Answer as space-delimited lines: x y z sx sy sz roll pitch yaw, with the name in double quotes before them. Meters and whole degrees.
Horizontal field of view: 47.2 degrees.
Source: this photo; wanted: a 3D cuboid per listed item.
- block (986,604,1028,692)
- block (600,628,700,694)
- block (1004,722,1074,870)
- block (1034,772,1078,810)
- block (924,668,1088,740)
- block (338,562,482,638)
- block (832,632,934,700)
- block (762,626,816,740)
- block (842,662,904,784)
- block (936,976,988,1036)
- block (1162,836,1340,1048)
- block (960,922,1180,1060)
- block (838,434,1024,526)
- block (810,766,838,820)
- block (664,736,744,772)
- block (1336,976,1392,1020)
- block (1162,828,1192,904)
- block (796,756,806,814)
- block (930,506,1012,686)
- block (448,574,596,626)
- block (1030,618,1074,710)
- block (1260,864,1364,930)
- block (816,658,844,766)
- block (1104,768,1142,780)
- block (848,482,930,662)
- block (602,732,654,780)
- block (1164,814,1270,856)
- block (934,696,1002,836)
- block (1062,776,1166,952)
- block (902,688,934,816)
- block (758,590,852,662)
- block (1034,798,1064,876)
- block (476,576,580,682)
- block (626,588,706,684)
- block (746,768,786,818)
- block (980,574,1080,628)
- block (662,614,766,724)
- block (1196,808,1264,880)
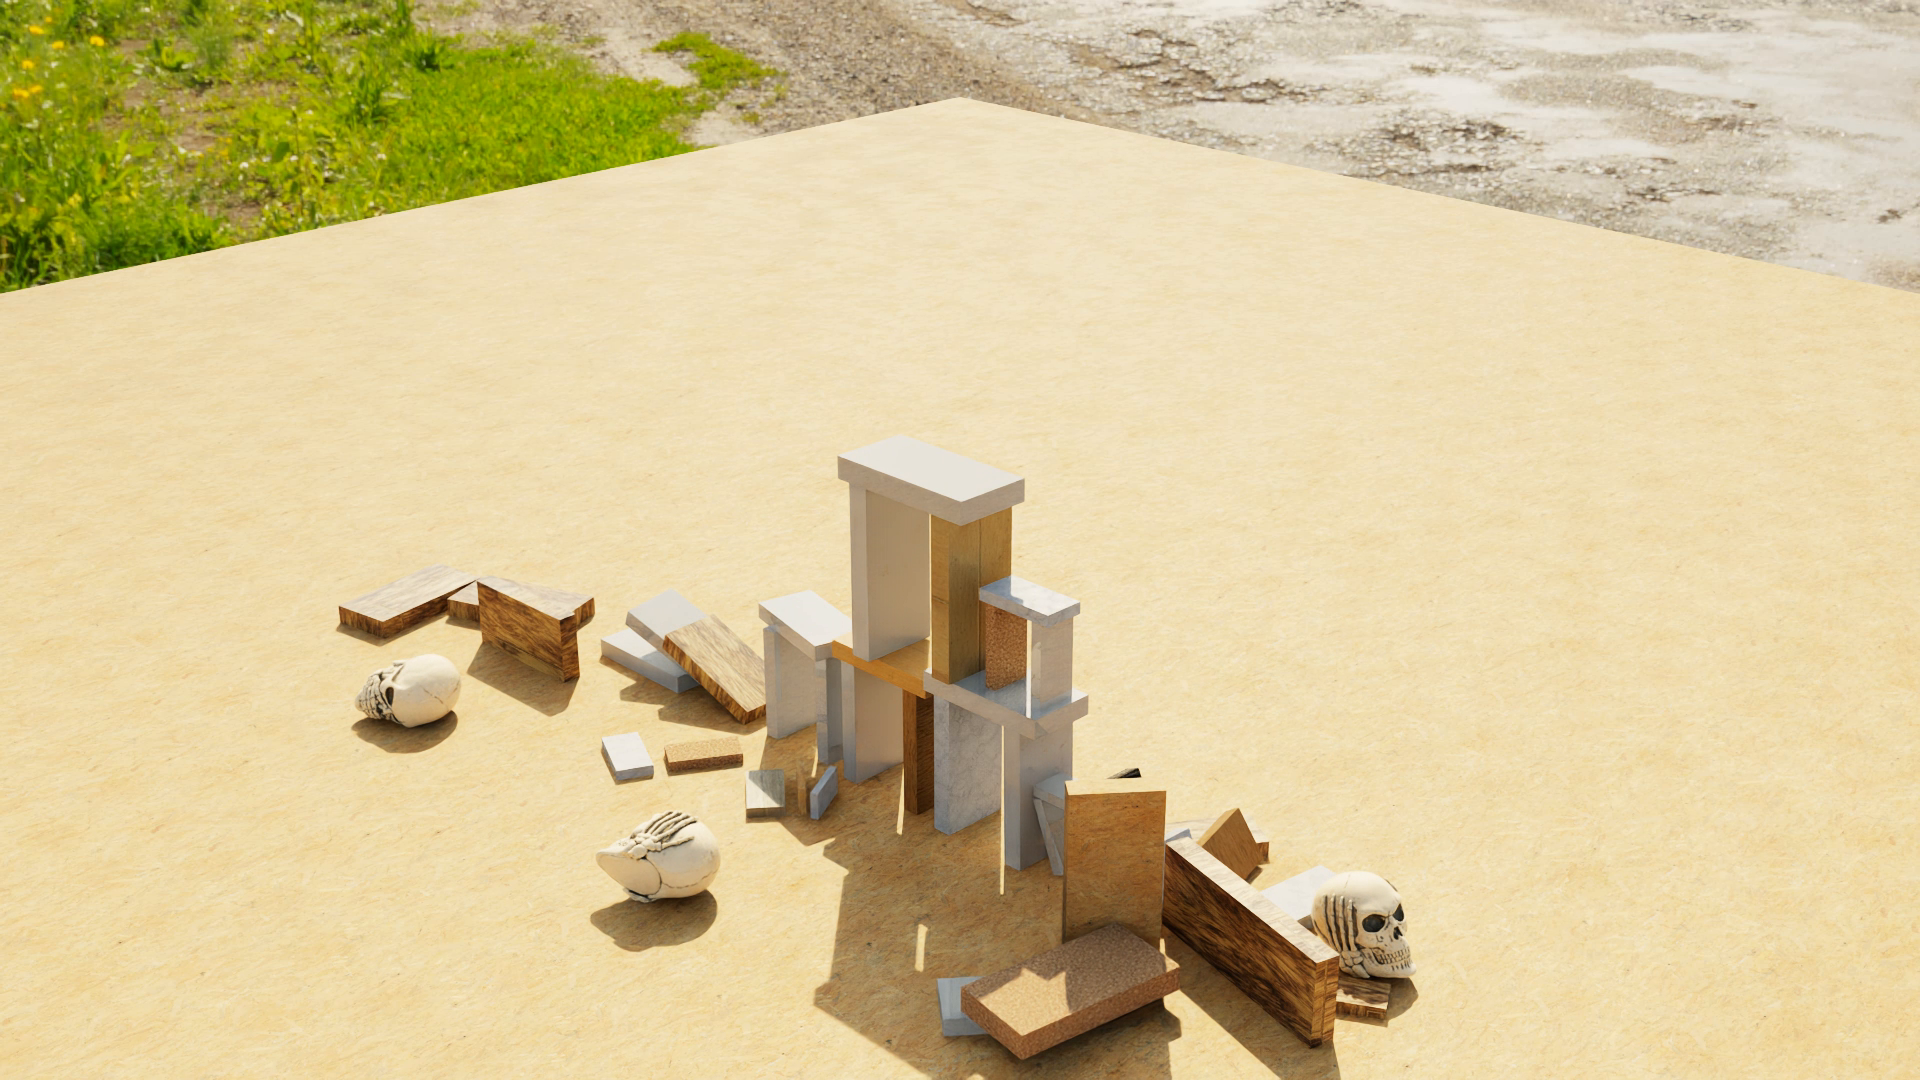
"block" 0.089 0.191 4.208 0.089 0.177 0.025 -21 31 -41
"block" -0.685 0.268 5.077 0.285 0.040 0.143 21 31 40
"block" 0.152 0.476 4.256 0.149 0.299 0.042 -21 30 -40
"block" 0.223 0.490 4.186 0.077 0.022 0.155 -21 29 -40
"block" 0.087 0.294 4.248 0.149 0.042 0.299 -21 31 -41
"block" -1.337 0.145 5.362 0.158 0.045 0.316 15 27 32
"block" -0.116 0.239 4.450 0.136 0.039 0.273 -21 31 -41
"block" -0.361 0.291 4.749 0.036 0.254 0.127 21 31 41
"block" -0.181 0.357 4.570 0.039 0.273 0.136 21 31 41
"block" 0.087 0.805 3.820 0.244 0.035 0.122 -2 23 -5
"block" 0.506 0.704 3.882 0.049 0.172 0.443 -12 26 -27
"block" 0.192 0.772 3.789 0.345 0.049 0.172 -16 28 -33
"block" -0.058 -0.119 4.232 0.171 0.048 0.341 -21 31 -41
"block" -0.276 0.514 4.475 0.017 0.058 0.117 7 24 15
"block" -0.543 0.453 4.664 0.157 0.022 0.078 -6 24 -13
"block" 0.671 0.797 3.855 0.158 0.022 0.079 7 24 15
"block" 0.350 0.637 4.099 0.244 0.122 0.035 -20 5 -39
"block" -0.325 0.502 4.504 0.017 0.058 0.139 -2 23 -5
"block" 0.022 0.092 4.233 0.171 0.341 0.048 -21 31 -41
"block" -1.062 0.160 5.327 0.316 0.045 0.158 10 25 22
"block" 0.173 0.224 4.131 0.089 0.177 0.025 -21 31 -41
"block" 0.635 0.680 4.117 0.223 0.032 0.112 -16 28 -34
"block" -0.243 0.337 4.641 0.127 0.254 0.036 -19 30 -38
"block" 0.316 0.564 4.129 0.122 0.244 0.035 -20 5 -39
"block" -0.138 0.043 4.387 0.171 0.371 0.048 -21 31 -40
"block" -0.704 0.457 4.656 0.078 0.022 0.157 -8 24 -18
"block" 0.433 0.596 4.316 0.325 0.032 0.112 -5 24 -12
"block" 0.017 0.424 4.379 0.042 0.299 0.149 21 31 41
"block" 0.273 0.590 3.928 0.172 0.345 0.049 -2 23 -5
"block" -0.052 0.407 4.452 0.039 0.273 0.136 21 31 41
"block" -0.311 0.179 4.643 0.127 0.036 0.254 -14 27 -29
"block" 0.195 0.560 4.246 0.077 0.155 0.022 -21 9 -40
"block" -0.998 0.204 5.079 0.316 0.158 0.045 20 30 39
"block" -0.610 0.228 5.010 0.285 0.040 0.143 36 40 22
"block" -0.399 0.519 4.509 0.078 0.022 0.157 -2 23 -5
"block" 0.131 0.114 4.131 0.089 0.025 0.177 -21 31 -40
"block" -0.516 0.287 4.906 0.285 0.040 0.143 40 42 27
"block" 0.496 0.609 4.182 0.032 0.112 0.223 -23 7 37
